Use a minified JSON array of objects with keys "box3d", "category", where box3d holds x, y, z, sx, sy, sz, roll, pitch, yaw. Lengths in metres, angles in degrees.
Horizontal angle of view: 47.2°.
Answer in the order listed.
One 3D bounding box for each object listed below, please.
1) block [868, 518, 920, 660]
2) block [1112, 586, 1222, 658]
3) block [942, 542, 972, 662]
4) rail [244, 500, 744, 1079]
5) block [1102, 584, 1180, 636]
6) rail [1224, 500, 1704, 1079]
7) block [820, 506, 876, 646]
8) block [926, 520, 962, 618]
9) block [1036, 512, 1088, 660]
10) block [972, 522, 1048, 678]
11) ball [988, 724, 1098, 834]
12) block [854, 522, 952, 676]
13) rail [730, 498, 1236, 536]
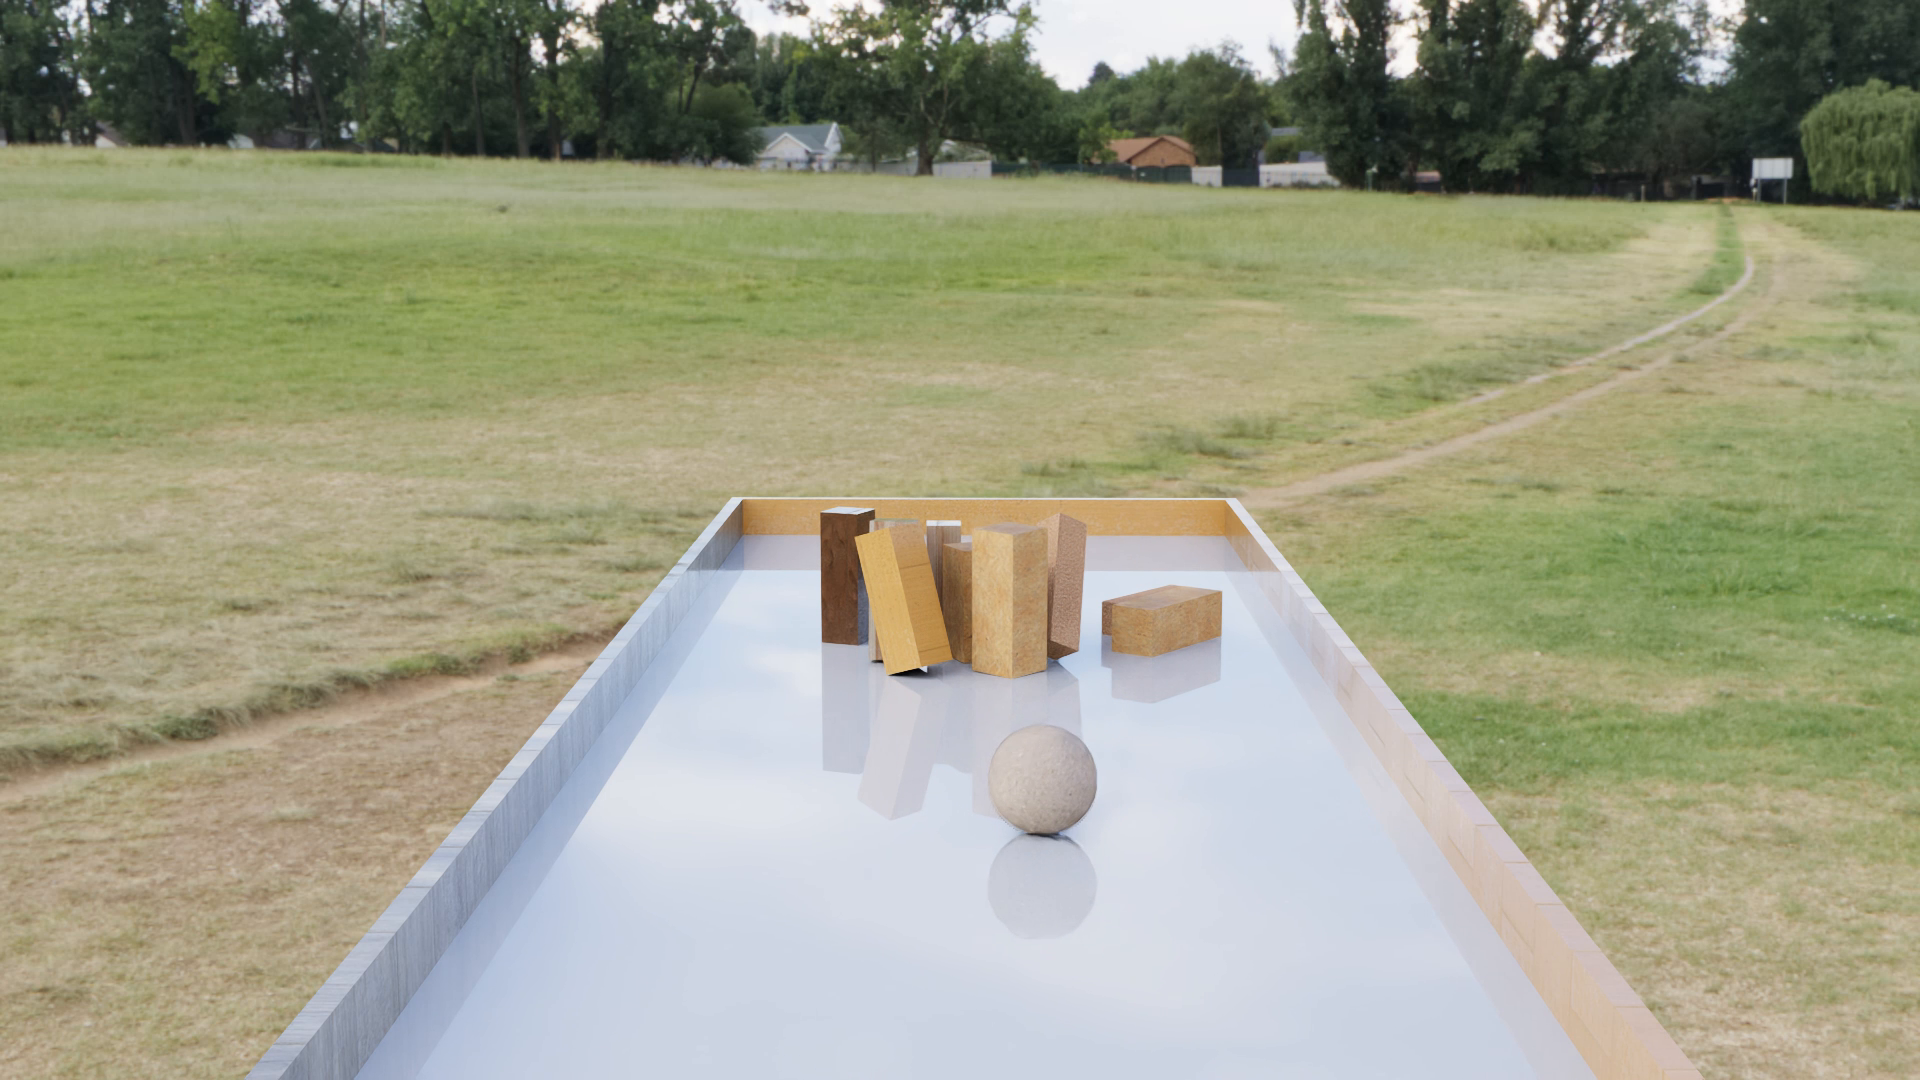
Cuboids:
[{"box3d":[-0.201,0.149,6.694,0.130,0.421,0.130,1,4,8],"category":"block"},{"box3d":[0.656,0.254,6.935,0.147,0.147,0.417,7,11,37],"category":"block"},{"box3d":[0.054,0.187,6.729,0.162,0.342,0.162,-4,9,-23],"category":"block"},{"box3d":[-1.004,0.839,3.234,0.050,0.150,12.000,0,9,1],"category":"rail"},{"box3d":[0.623,0.232,7.203,0.108,0.108,0.398,7,12,39],"category":"block"},{"box3d":[1.046,0.843,3.208,0.050,0.150,12.000,0,9,1],"category":"rail"},{"box3d":[-0.354,0.113,6.964,0.129,0.417,0.129,4,10,23],"category":"block"},{"box3d":[-0.051,0.136,6.930,0.107,0.382,0.107,0,9,-1],"category":"block"},{"box3d":[0.298,0.141,6.719,0.111,0.423,0.111,22,-29,-32],"category":"block"},{"box3d":[0.147,0.176,6.510,0.158,0.429,0.158,9,14,41],"category":"block"},{"box3d":[0.184,0.531,4.879,0.244,0.244,0.244,0,9,0],"category":"ball"},{"box3d":[-0.167,0.172,6.506,0.142,0.419,0.142,-15,-3,40],"category":"block"},{"box3d":[0.099,-0.098,9.147,2.100,0.150,0.050,0,9,1],"category":"rail"}]
